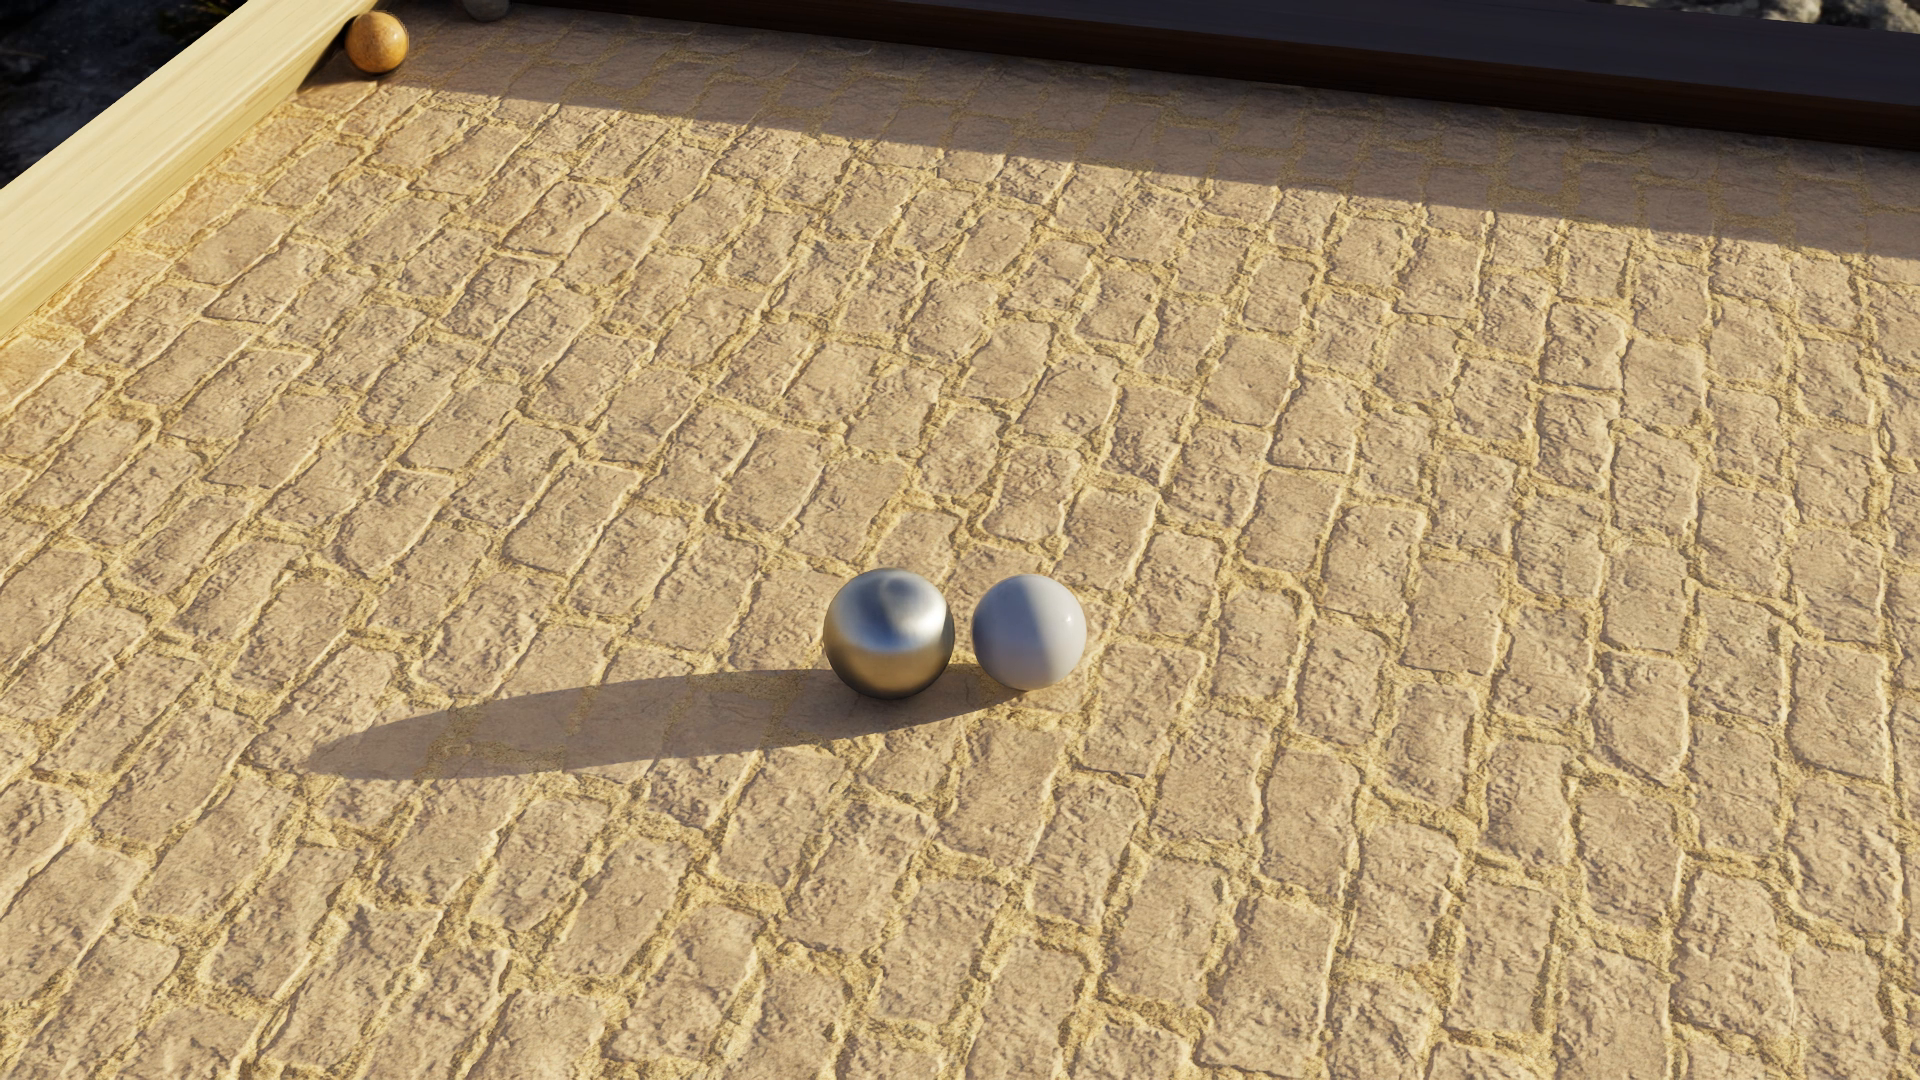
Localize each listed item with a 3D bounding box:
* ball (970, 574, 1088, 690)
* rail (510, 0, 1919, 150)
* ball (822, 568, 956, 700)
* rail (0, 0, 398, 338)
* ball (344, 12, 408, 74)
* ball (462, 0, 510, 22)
[{"bbox_3d":[0.050,0.068,1.893,0.087,0.087,0.087,0,34,0],"label":"ball"},{"bbox_3d":[1.174,-0.421,2.586,3.796,0.127,0.045,8,35,12],"label":"rail"},{"bbox_3d":[-0.052,0.069,1.882,0.098,0.098,0.098,0,34,0],"label":"ball"},{"bbox_3d":[-0.894,-0.158,2.193,0.045,0.127,2.033,8,35,12],"label":"rail"},{"bbox_3d":[-0.645,-0.549,2.833,0.068,0.068,0.068,0,34,0],"label":"ball"},{"bbox_3d":[-0.548,-0.627,2.961,0.056,0.056,0.056,0,34,0],"label":"ball"}]
